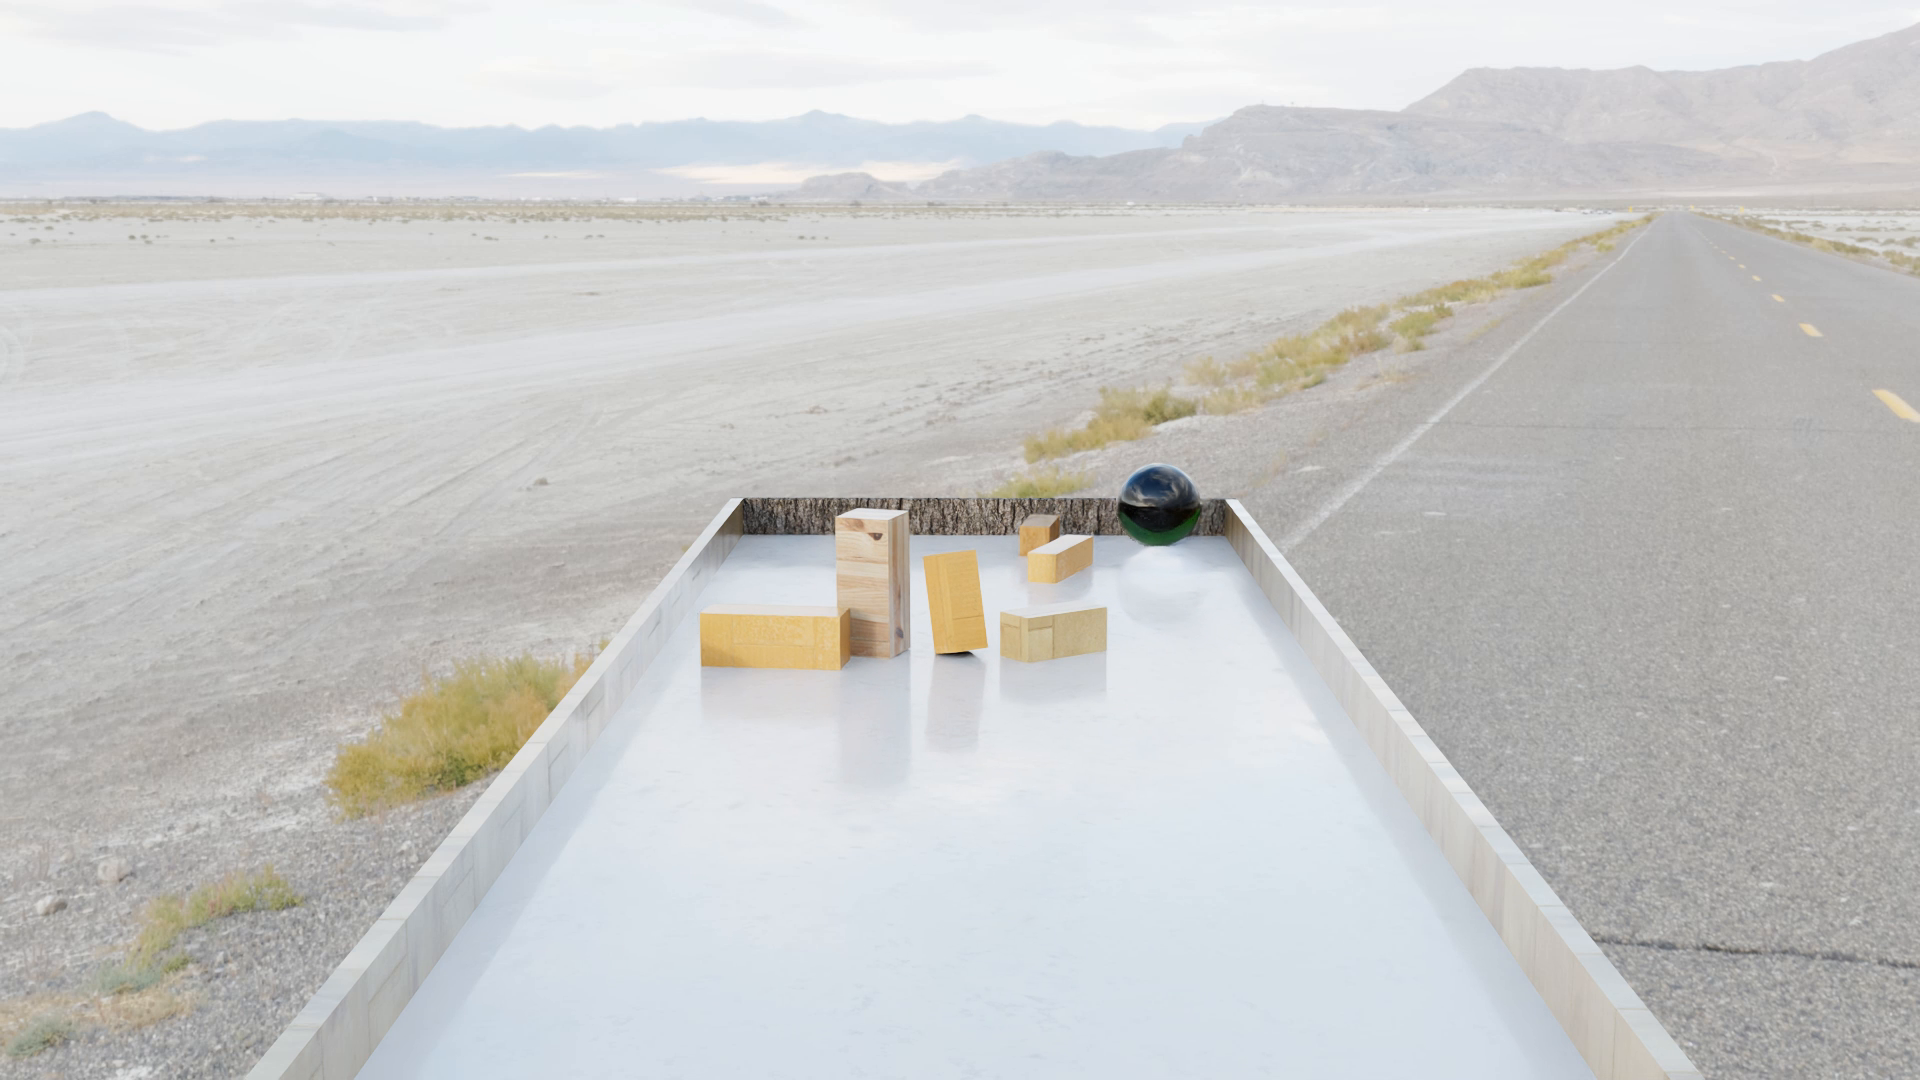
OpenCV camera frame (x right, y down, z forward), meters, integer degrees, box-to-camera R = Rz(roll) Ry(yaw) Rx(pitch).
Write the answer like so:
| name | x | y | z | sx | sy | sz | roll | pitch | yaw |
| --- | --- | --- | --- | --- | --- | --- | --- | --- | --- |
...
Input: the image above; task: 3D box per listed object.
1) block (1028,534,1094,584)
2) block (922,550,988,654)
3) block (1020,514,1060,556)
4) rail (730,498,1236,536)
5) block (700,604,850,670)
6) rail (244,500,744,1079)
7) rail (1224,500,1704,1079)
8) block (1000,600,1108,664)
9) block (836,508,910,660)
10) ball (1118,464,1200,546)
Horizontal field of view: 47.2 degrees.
| name | x | y | z | sx | sy | sz | roll | pitch | yaw |
| --- | --- | --- | --- | --- | --- | --- | --- | --- | --- |
| block | 0.379 | 0.069 | 8.230 | 0.108 | 0.108 | 0.458 | 3 | 10 | 20 |
| block | -0.014 | 0.191 | 6.778 | 0.118 | 0.303 | 0.118 | -6 | -1 | -35 |
| block | 0.318 | -0.019 | 8.753 | 0.118 | 0.118 | 0.324 | 1 | 9 | 9 |
| rail | 0.099 | -0.098 | 9.147 | 2.100 | 0.150 | 0.050 | 0 | 9 | 1 |
| block | -0.557 | 0.292 | 6.650 | 0.427 | 0.163 | 0.163 | 1 | 9 | 8 |
| rail | -1.004 | 0.839 | 3.234 | 0.050 | 0.150 | 12.000 | 0 | 9 | 1 |
| rail | 1.046 | 0.843 | 3.208 | 0.050 | 0.150 | 12.000 | 0 | 9 | 1 |
| block | 0.290 | 0.281 | 6.792 | 0.313 | 0.138 | 0.138 | -7 | 11 | -36 |
| block | -0.267 | 0.133 | 6.781 | 0.173 | 0.432 | 0.173 | 3 | 11 | 20 |
| ball | 0.799 | -0.142 | 8.836 | 0.334 | 0.334 | 0.334 | 0 | 9 | 0 |
